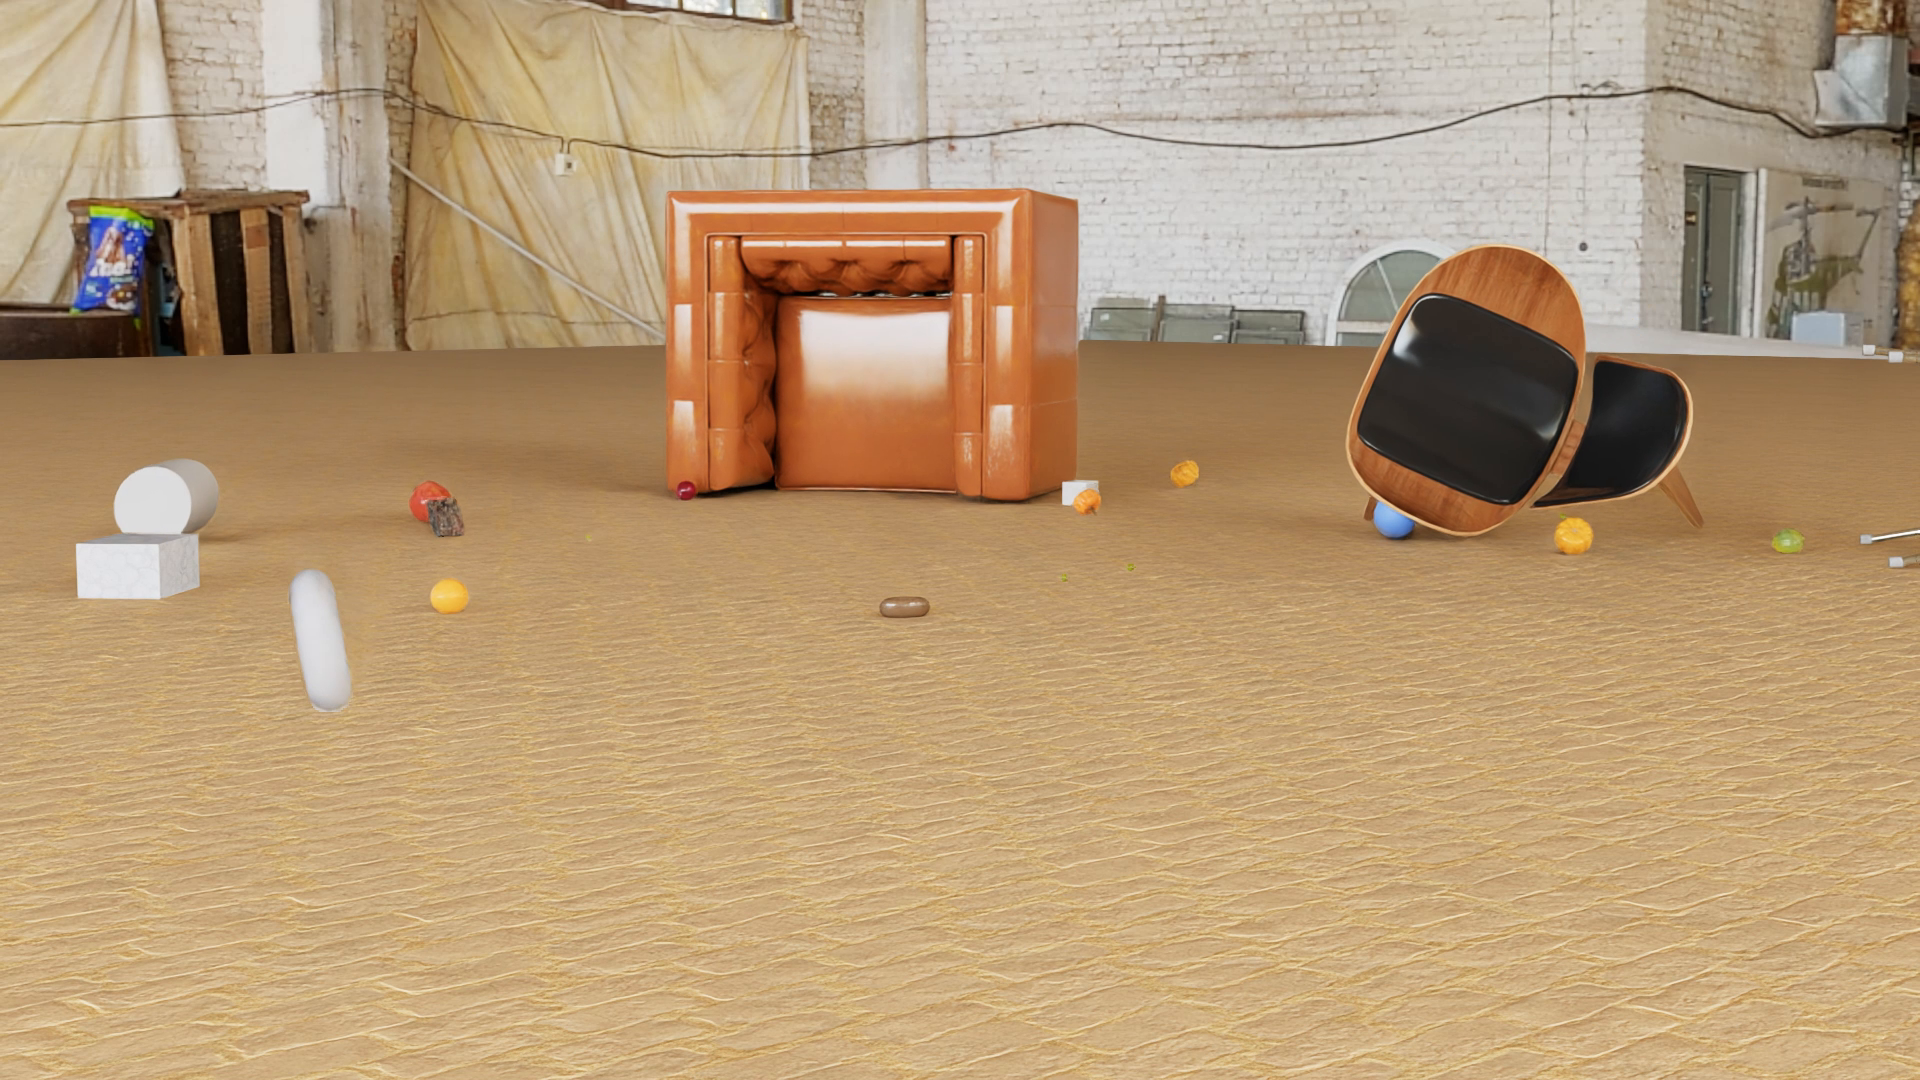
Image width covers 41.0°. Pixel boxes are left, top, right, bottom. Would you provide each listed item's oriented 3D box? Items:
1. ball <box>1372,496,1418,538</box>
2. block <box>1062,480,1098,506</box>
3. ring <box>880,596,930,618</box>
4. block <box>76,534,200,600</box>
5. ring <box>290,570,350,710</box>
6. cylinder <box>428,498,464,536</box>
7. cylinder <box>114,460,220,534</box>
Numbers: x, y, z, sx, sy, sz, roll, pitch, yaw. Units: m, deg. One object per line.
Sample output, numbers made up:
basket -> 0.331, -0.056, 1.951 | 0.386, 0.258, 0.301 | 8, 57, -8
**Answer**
ball -> 1.091, -0.057, 6.437 | 0.109, 0.109, 0.109 | 0, 6, 0
block -> 0.348, -0.136, 7.414 | 0.075, 0.066, 0.084 | 3, 7, 28
ring -> -0.107, 0.130, 4.975 | 0.101, 0.036, 0.053 | -2, 8, -14
block -> -1.711, 0.053, 5.349 | 0.173, 0.112, 0.213 | 0, 6, 5
ring -> -0.964, 0.150, 3.867 | 0.066, 0.217, 0.217 | -10, -10, -13
cylinder -> -1.306, -0.058, 6.516 | 0.061, 0.116, 0.062 | -4, -38, -32
cylinder -> -1.975, -0.096, 6.397 | 0.183, 0.199, 0.257 | 33, 4, -4
